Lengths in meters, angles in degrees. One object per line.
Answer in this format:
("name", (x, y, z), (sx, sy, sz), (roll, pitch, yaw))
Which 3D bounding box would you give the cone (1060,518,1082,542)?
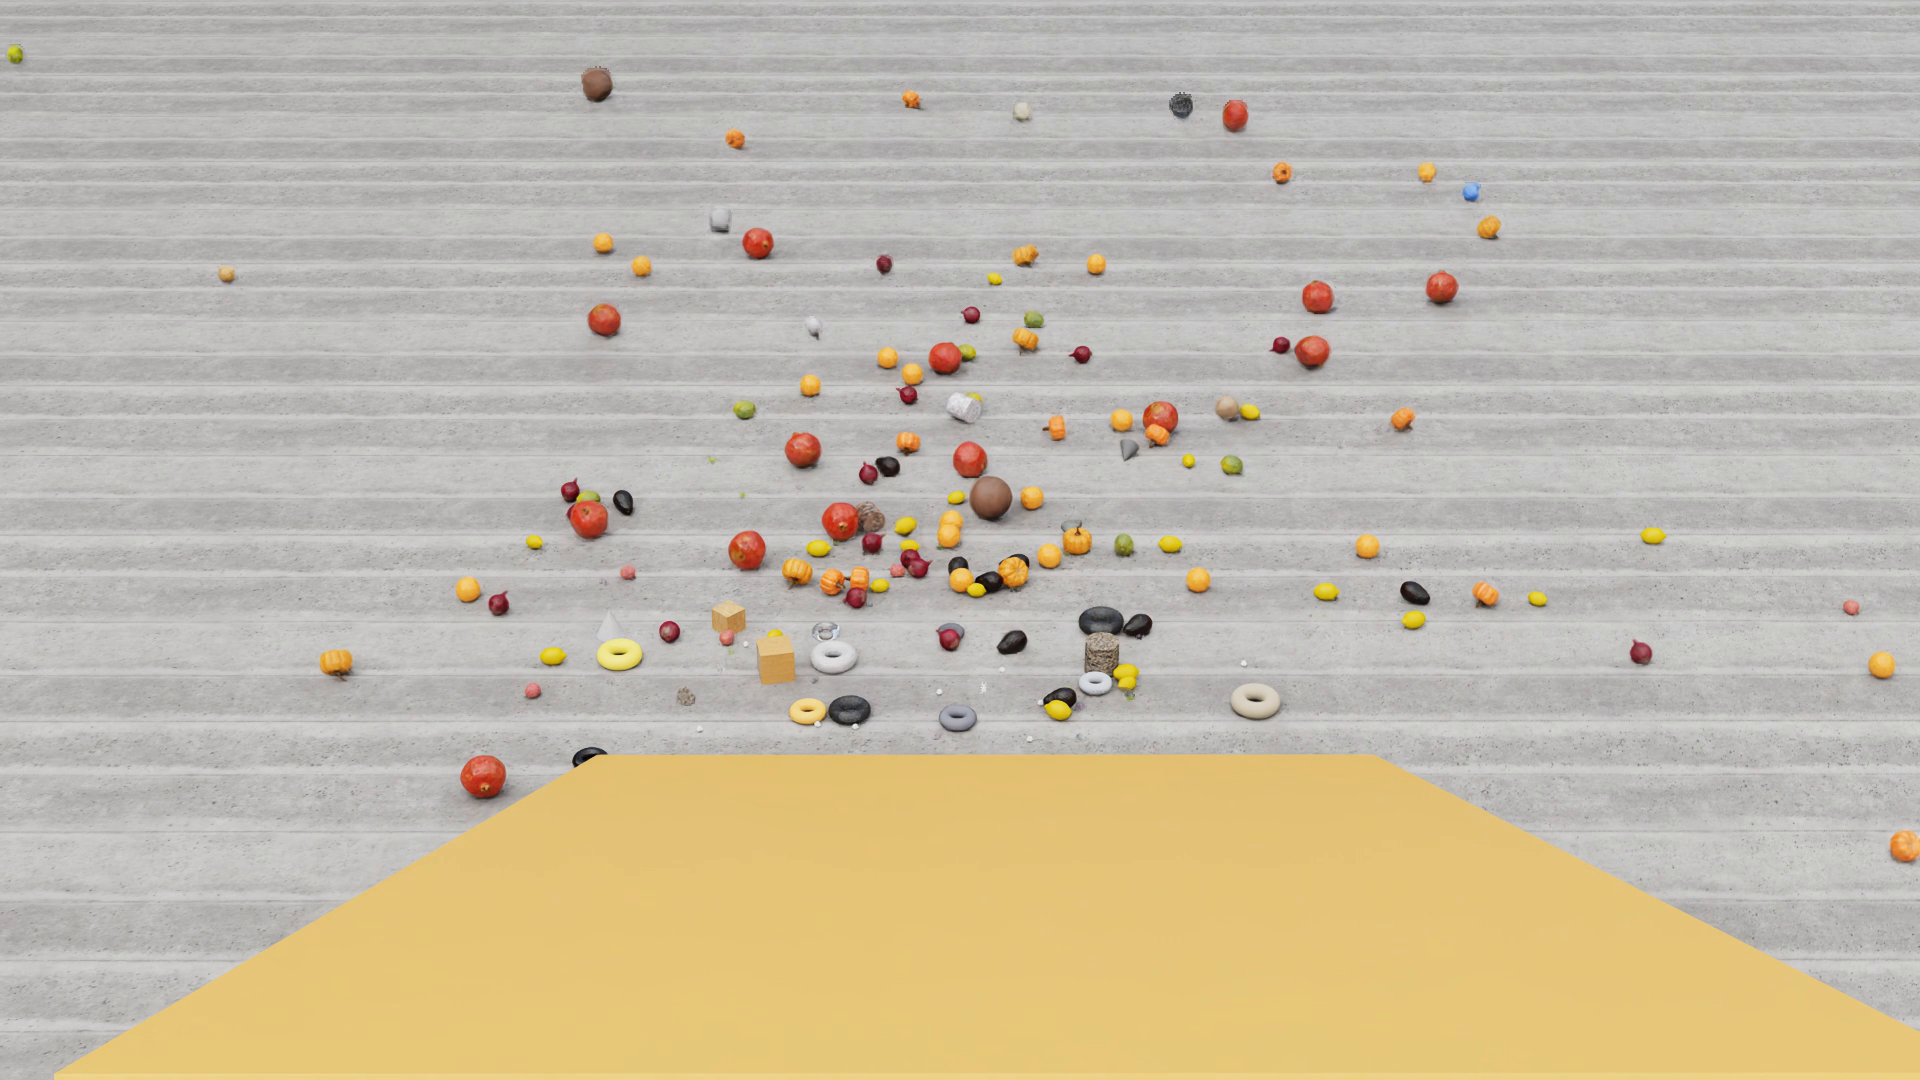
("cone", (0.341, -0.017, 7.785), (0.067, 0.067, 0.067), (-5, 57, -9))

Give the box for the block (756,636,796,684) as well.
("block", (-0.508, 0.330, 7.124), (0.092, 0.092, 0.092), (-6, 31, -10))

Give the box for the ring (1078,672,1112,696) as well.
("ring", (0.370, 0.392, 7.079), (0.094, 0.031, 0.094), (-1, 30, 1))

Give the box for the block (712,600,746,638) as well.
("block", (-0.655, 0.223, 7.334), (0.067, 0.067, 0.067), (26, 39, 37))

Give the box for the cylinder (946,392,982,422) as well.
("cylinder", (0.013, -0.433, 8.451), (0.080, 0.080, 0.080), (23, 37, 34))

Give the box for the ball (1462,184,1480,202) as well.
("ball", (1.984, -1.348, 10.042), (0.065, 0.065, 0.065), (0, 30, 0))

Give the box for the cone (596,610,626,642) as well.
("cone", (-0.988, 0.232, 7.304), (0.082, 0.082, 0.082), (0, 30, 0))

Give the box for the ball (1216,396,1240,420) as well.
("ball", (0.873, -0.430, 8.449), (0.078, 0.078, 0.078), (0, 30, 0))

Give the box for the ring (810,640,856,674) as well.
("ring", (-0.352, 0.324, 7.183), (0.131, 0.044, 0.131), (0, 31, 0))

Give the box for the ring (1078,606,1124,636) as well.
("ring", (0.401, 0.232, 7.342), (0.131, 0.044, 0.131), (-1, 30, 1))

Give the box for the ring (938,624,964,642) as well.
("ring", (-0.025, 0.260, 7.312), (0.077, 0.026, 0.077), (1, 29, 0))

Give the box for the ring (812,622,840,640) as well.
("ring", (-0.380, 0.257, 7.316), (0.080, 0.027, 0.080), (-1, 30, 1))

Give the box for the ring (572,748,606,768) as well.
("ring", (-0.964, 0.576, 6.761), (0.098, 0.033, 0.098), (1, 31, 0))

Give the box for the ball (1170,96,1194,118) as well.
("ball", (0.928, -1.810, 10.809), (0.093, 0.093, 0.093), (0, 30, 0))

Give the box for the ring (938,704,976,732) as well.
("ring", (-0.006, 0.476, 6.931), (0.103, 0.034, 0.103), (0, 29, 0))

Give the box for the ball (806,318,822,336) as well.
("ball", (-0.507, -0.742, 9.004), (0.059, 0.059, 0.059), (0, 30, 0))

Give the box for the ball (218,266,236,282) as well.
("ball", (-2.659, -0.965, 9.386), (0.060, 0.060, 0.060), (0, 30, 0))

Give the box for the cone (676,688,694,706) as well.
("cone", (-0.736, 0.423, 7.033), (0.051, 0.051, 0.051), (13, 6, 21))

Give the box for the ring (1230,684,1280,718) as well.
("ring", (0.799, 0.435, 6.992), (0.136, 0.045, 0.136), (0, 31, 0))

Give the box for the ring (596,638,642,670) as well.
("ring", (-0.946, 0.318, 7.195), (0.127, 0.042, 0.127), (0, 32, 0))

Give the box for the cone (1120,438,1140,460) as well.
("cone", (0.530, -0.275, 8.228), (0.067, 0.067, 0.067), (11, 59, 18))

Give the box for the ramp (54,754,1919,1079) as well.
("ramp", (0.067, 0.600, 4.661), (2.000, 0.100, 4.000), (0, 0, 0))

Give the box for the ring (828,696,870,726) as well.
("ring", (-0.297, 0.458, 6.958), (0.116, 0.039, 0.116), (-1, 30, 1))

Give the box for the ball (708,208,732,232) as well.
("ball", (-0.907, -1.209, 9.783), (0.085, 0.085, 0.085), (0, 30, 0))

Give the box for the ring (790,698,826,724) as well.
("ring", (-0.409, 0.461, 6.959), (0.101, 0.034, 0.101), (-1, 30, 1))

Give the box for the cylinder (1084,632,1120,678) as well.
("cylinder", (0.391, 0.319, 7.141), (0.094, 0.094, 0.094), (0, 30, 0))

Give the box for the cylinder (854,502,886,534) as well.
("cylinder", (-0.274, -0.068, 7.830), (0.073, 0.073, 0.073), (-13, 33, -21))

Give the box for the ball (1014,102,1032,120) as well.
("ball", (0.260, -1.785, 10.784), (0.076, 0.076, 0.076), (0, 30, 0))
